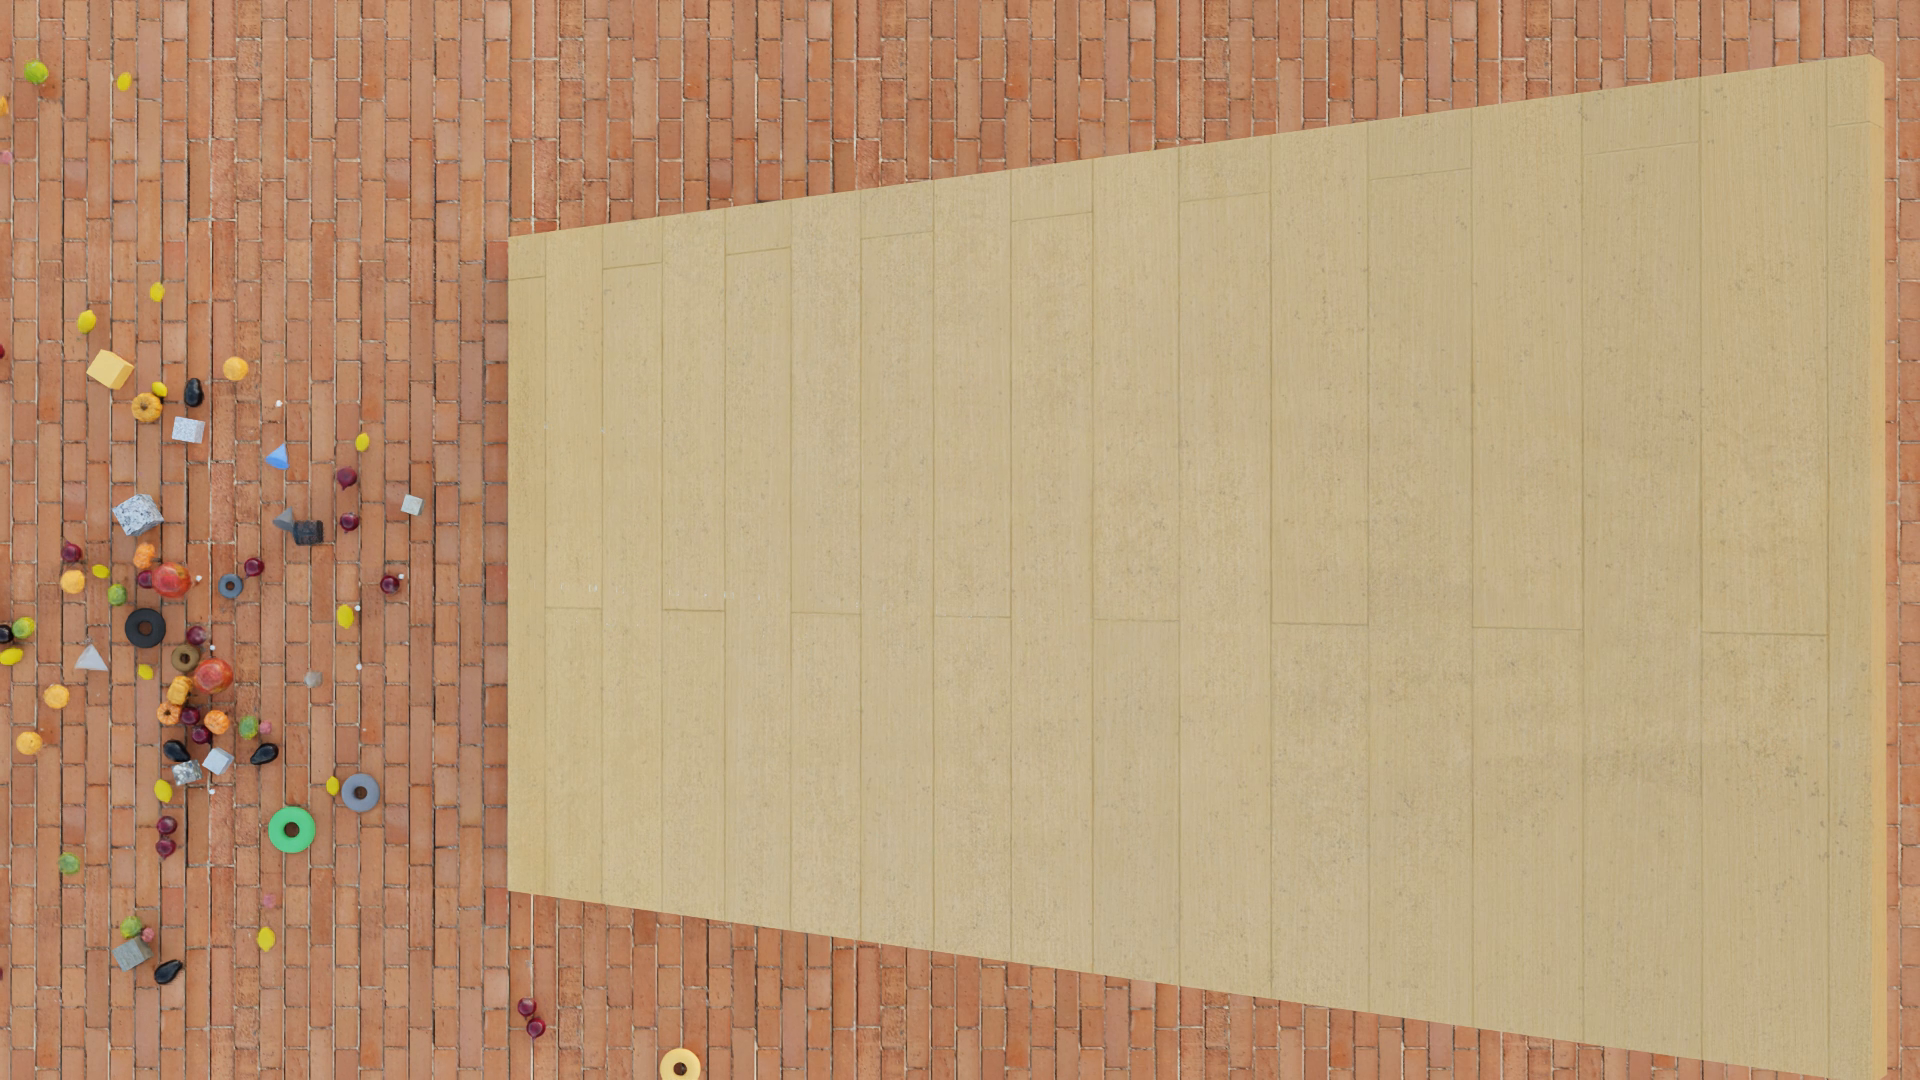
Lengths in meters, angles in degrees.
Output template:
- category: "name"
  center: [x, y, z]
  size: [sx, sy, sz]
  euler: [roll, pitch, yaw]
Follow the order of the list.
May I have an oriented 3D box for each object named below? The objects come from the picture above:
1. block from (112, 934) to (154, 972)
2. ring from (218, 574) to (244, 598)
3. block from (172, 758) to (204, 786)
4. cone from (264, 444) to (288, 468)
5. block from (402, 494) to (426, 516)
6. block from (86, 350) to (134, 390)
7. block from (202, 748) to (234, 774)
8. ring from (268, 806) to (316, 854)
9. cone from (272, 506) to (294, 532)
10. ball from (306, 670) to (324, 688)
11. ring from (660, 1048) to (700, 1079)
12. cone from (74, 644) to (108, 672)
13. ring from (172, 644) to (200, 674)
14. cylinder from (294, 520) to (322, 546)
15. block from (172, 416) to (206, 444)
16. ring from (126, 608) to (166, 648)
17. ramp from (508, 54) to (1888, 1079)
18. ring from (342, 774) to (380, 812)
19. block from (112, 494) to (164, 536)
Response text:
- category: "block"
  center: [-2.544, 1.271, 6.765]
  size: [0.076, 0.076, 0.076]
  euler: [-30, 90, 0]
- category: "ring"
  center: [-2.255, 0.142, 6.798]
  size: [0.078, 0.026, 0.078]
  euler: [0, 90, 1]
- category: "block"
  center: [-2.381, 0.716, 6.775]
  size: [0.063, 0.063, 0.063]
  euler: [-16, 90, 0]
- category: "cone"
  center: [-2.102, -0.269, 6.797]
  size: [0.071, 0.071, 0.071]
  euler: [11, 63, 0]
- category: "block"
  center: [-1.686, -0.107, 6.786]
  size: [0.052, 0.052, 0.052]
  euler: [18, 90, 0]
- category: "block"
  center: [-2.616, -0.524, 6.772]
  size: [0.085, 0.085, 0.085]
  euler: [34, 90, 0]
- category: "block"
  center: [-2.285, 0.681, 6.777]
  size: [0.059, 0.059, 0.059]
  euler: [33, 90, 0]
- category: "ring"
  center: [-2.060, 0.894, 6.782]
  size: [0.144, 0.048, 0.144]
  euler: [0, 90, -1]
- category: "cone"
  center: [-2.078, -0.076, 6.796]
  size: [0.071, 0.071, 0.071]
  euler: [14, 63, 0]
- category: "ball"
  center: [-1.991, 0.428, 6.781]
  size: [0.054, 0.054, 0.054]
  euler: [0, 90, 0]
- category: "ring"
  center: [-0.863, 1.630, 6.780]
  size: [0.126, 0.042, 0.126]
  euler: [0, 91, 0]
- category: "cone"
  center: [-2.667, 0.382, 6.789]
  size: [0.089, 0.089, 0.089]
  euler: [39, 90, -26]
- category: "ring"
  center: [-2.393, 0.367, 6.794]
  size: [0.089, 0.030, 0.089]
  euler: [0, 89, -1]
- category: "cylinder"
  center: [-2.008, -0.024, 6.776]
  size: [0.072, 0.072, 0.072]
  euler: [-7, 90, -6]
- category: "block"
  center: [-2.378, -0.339, 6.779]
  size: [0.069, 0.069, 0.069]
  euler: [10, 90, 0]
- category: "ring"
  center: [-2.515, 0.272, 6.789]
  size: [0.125, 0.042, 0.125]
  euler: [0, 91, -1]
- category: "ramp"
  center: [0.224, 0.064, 5.540]
  size: [4.000, 0.100, 2.000]
  euler: [0, 90, 38]
- category: "ring"
  center: [-1.849, 0.780, 6.787]
  size: [0.120, 0.040, 0.120]
  euler: [0, 91, 0]
- category: "block"
  center: [-2.528, -0.077, 6.765]
  size: [0.094, 0.094, 0.094]
  euler: [-30, 90, 0]
